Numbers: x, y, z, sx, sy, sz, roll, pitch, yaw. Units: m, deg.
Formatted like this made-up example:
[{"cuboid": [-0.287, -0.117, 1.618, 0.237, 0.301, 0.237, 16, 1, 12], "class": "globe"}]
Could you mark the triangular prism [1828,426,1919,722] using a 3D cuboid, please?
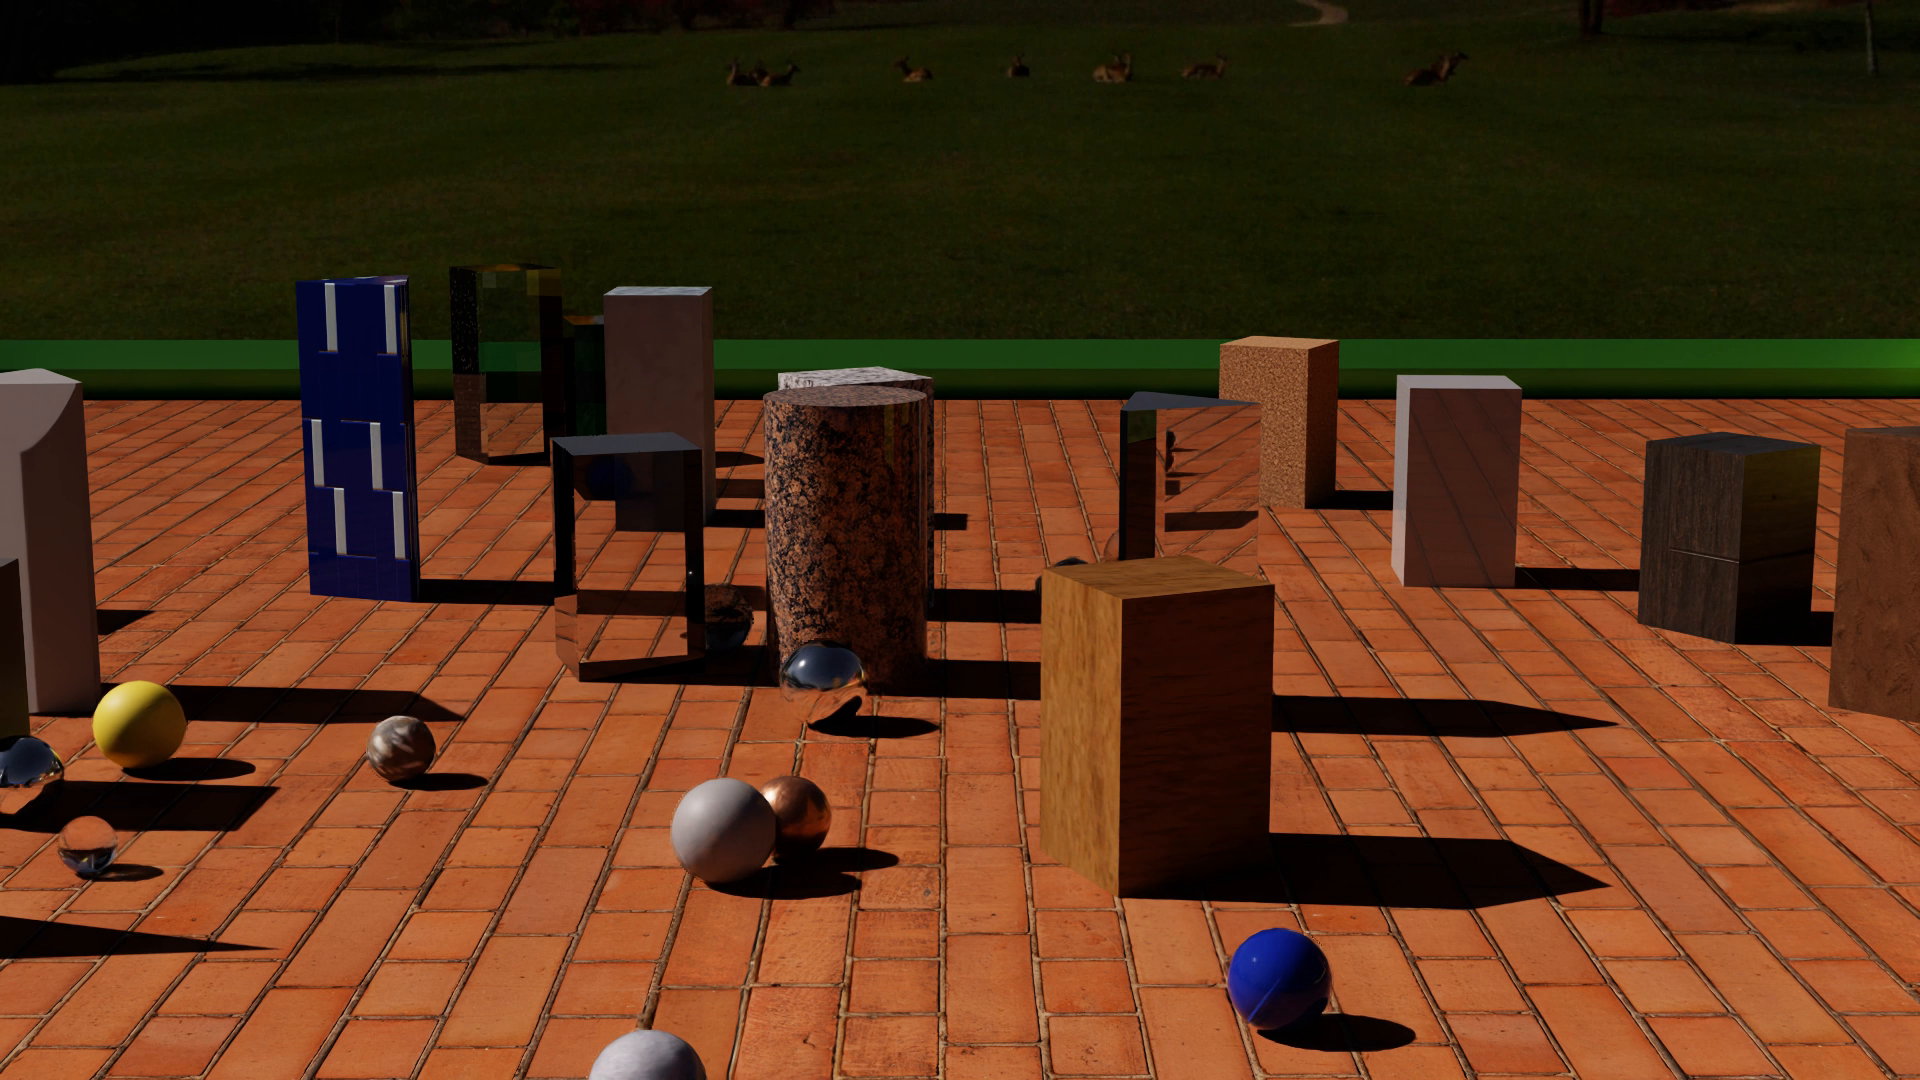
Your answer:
[{"cuboid": [1.107, 0.034, 2.911, 0.145, 0.320, 0.167, -10, 15, -44], "class": "triangular prism"}]

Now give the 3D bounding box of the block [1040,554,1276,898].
[{"cuboid": [0.178, 0.165, 2.344, 0.155, 0.270, 0.155, -5, 12, -24], "class": "block"}]

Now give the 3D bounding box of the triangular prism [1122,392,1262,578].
[{"cuboid": [0.231, 0.016, 2.913, 0.167, 0.355, 0.145, -4, 11, -20], "class": "triangular prism"}]

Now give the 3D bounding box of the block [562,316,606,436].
[{"cuboid": [-0.598, -0.237, 4.450, 0.155, 0.292, 0.155, -3, 11, -16], "class": "block"}]

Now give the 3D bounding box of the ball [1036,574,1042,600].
[{"cuboid": [0.124, 0.064, 3.510, 0.043, 0.043, 0.043, 0, 11, 0], "class": "ball"}]

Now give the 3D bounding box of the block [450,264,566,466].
[{"cuboid": [-0.843, -0.330, 4.781, 0.155, 0.354, 0.155, -7, 13, -33], "class": "block"}]

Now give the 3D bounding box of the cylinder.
[{"cuboid": [-0.136, -0.004, 3.061, 0.193, 0.340, 0.193, 0, 11, 0], "class": "cylinder"}]

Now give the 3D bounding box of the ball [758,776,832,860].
[{"cuboid": [-0.158, 0.257, 2.376, 0.078, 0.078, 0.078, 0, 11, 0], "class": "ball"}]

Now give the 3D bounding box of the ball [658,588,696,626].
[{"cuboid": [-0.371, 0.088, 3.360, 0.051, 0.051, 0.051, 0, 11, 0], "class": "ball"}]

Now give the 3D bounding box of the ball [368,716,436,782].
[{"cuboid": [-0.573, 0.214, 2.633, 0.068, 0.068, 0.068, 0, 11, 0], "class": "ball"}]

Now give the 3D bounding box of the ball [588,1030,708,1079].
[{"cuboid": [-0.212, 0.373, 1.738, 0.082, 0.082, 0.082, 0, 11, 0], "class": "ball"}]

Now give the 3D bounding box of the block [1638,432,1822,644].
[{"cuboid": [1.001, -0.006, 3.342, 0.155, 0.243, 0.155, -8, 13, -35], "class": "block"}]

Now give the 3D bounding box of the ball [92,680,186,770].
[{"cuboid": [-0.857, 0.193, 2.680, 0.093, 0.093, 0.093, 0, 11, 0], "class": "ball"}]

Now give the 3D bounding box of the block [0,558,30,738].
[{"cuboid": [-1.034, 0.146, 2.549, 0.155, 0.232, 0.155, 0, 11, 1], "class": "block"}]

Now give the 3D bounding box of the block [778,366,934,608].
[{"cuboid": [-0.141, -0.068, 3.481, 0.155, 0.312, 0.155, -6, 12, -30], "class": "block"}]

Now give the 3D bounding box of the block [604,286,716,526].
[{"cuboid": [-0.482, -0.218, 4.140, 0.155, 0.368, 0.155, 0, 11, 1], "class": "block"}]

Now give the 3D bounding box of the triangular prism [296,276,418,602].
[{"cuboid": [-0.801, -0.146, 3.568, 0.167, 0.434, 0.145, 4, 11, 19], "class": "triangular prism"}]

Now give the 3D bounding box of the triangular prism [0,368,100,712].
[{"cuboid": [-1.070, -0.002, 2.956, 0.167, 0.376, 0.145, -1, 11, -4], "class": "triangular prism"}]

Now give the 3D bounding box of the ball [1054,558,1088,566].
[{"cuboid": [0.152, 0.060, 3.454, 0.071, 0.071, 0.071, 0, 11, 0], "class": "ball"}]

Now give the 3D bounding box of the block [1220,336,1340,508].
[{"cuboid": [0.537, -0.201, 4.326, 0.155, 0.266, 0.155, 5, 12, 27], "class": "block"}]

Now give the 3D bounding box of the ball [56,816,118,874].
[{"cuboid": [-0.794, 0.277, 2.336, 0.053, 0.053, 0.053, 0, 11, 0], "class": "ball"}]

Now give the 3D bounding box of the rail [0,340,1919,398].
[{"cuboid": [-0.013, -0.375, 5.642, 4.353, 0.126, 0.045, 0, 11, 0], "class": "rail"}]

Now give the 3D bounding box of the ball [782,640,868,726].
[{"cuboid": [-0.150, 0.159, 2.851, 0.097, 0.097, 0.097, 0, 11, 0], "class": "ball"}]

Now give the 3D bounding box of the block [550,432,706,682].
[{"cuboid": [-0.406, 0.017, 3.131, 0.155, 0.273, 0.155, -4, 11, -19], "class": "block"}]

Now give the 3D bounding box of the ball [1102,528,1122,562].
[{"cuboid": [0.247, 0.026, 3.571, 0.096, 0.096, 0.096, 0, 11, 0], "class": "ball"}]

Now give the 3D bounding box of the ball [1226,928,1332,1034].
[{"cuboid": [0.243, 0.335, 1.951, 0.080, 0.080, 0.080, 0, 11, 0], "class": "ball"}]

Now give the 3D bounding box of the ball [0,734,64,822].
[{"cuboid": [-0.916, 0.232, 2.497, 0.084, 0.084, 0.084, 0, 11, 0], "class": "ball"}]

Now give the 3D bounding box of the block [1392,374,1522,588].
[{"cuboid": [0.707, -0.086, 3.663, 0.155, 0.282, 0.155, 1, 11, 3], "class": "block"}]

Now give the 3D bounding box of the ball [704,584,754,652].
[{"cuboid": [-0.301, 0.099, 3.210, 0.085, 0.085, 0.085, 0, 11, 0], "class": "ball"}]

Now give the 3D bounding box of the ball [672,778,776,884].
[{"cuboid": [-0.212, 0.261, 2.308, 0.094, 0.094, 0.094, 0, 11, 0], "class": "ball"}]
